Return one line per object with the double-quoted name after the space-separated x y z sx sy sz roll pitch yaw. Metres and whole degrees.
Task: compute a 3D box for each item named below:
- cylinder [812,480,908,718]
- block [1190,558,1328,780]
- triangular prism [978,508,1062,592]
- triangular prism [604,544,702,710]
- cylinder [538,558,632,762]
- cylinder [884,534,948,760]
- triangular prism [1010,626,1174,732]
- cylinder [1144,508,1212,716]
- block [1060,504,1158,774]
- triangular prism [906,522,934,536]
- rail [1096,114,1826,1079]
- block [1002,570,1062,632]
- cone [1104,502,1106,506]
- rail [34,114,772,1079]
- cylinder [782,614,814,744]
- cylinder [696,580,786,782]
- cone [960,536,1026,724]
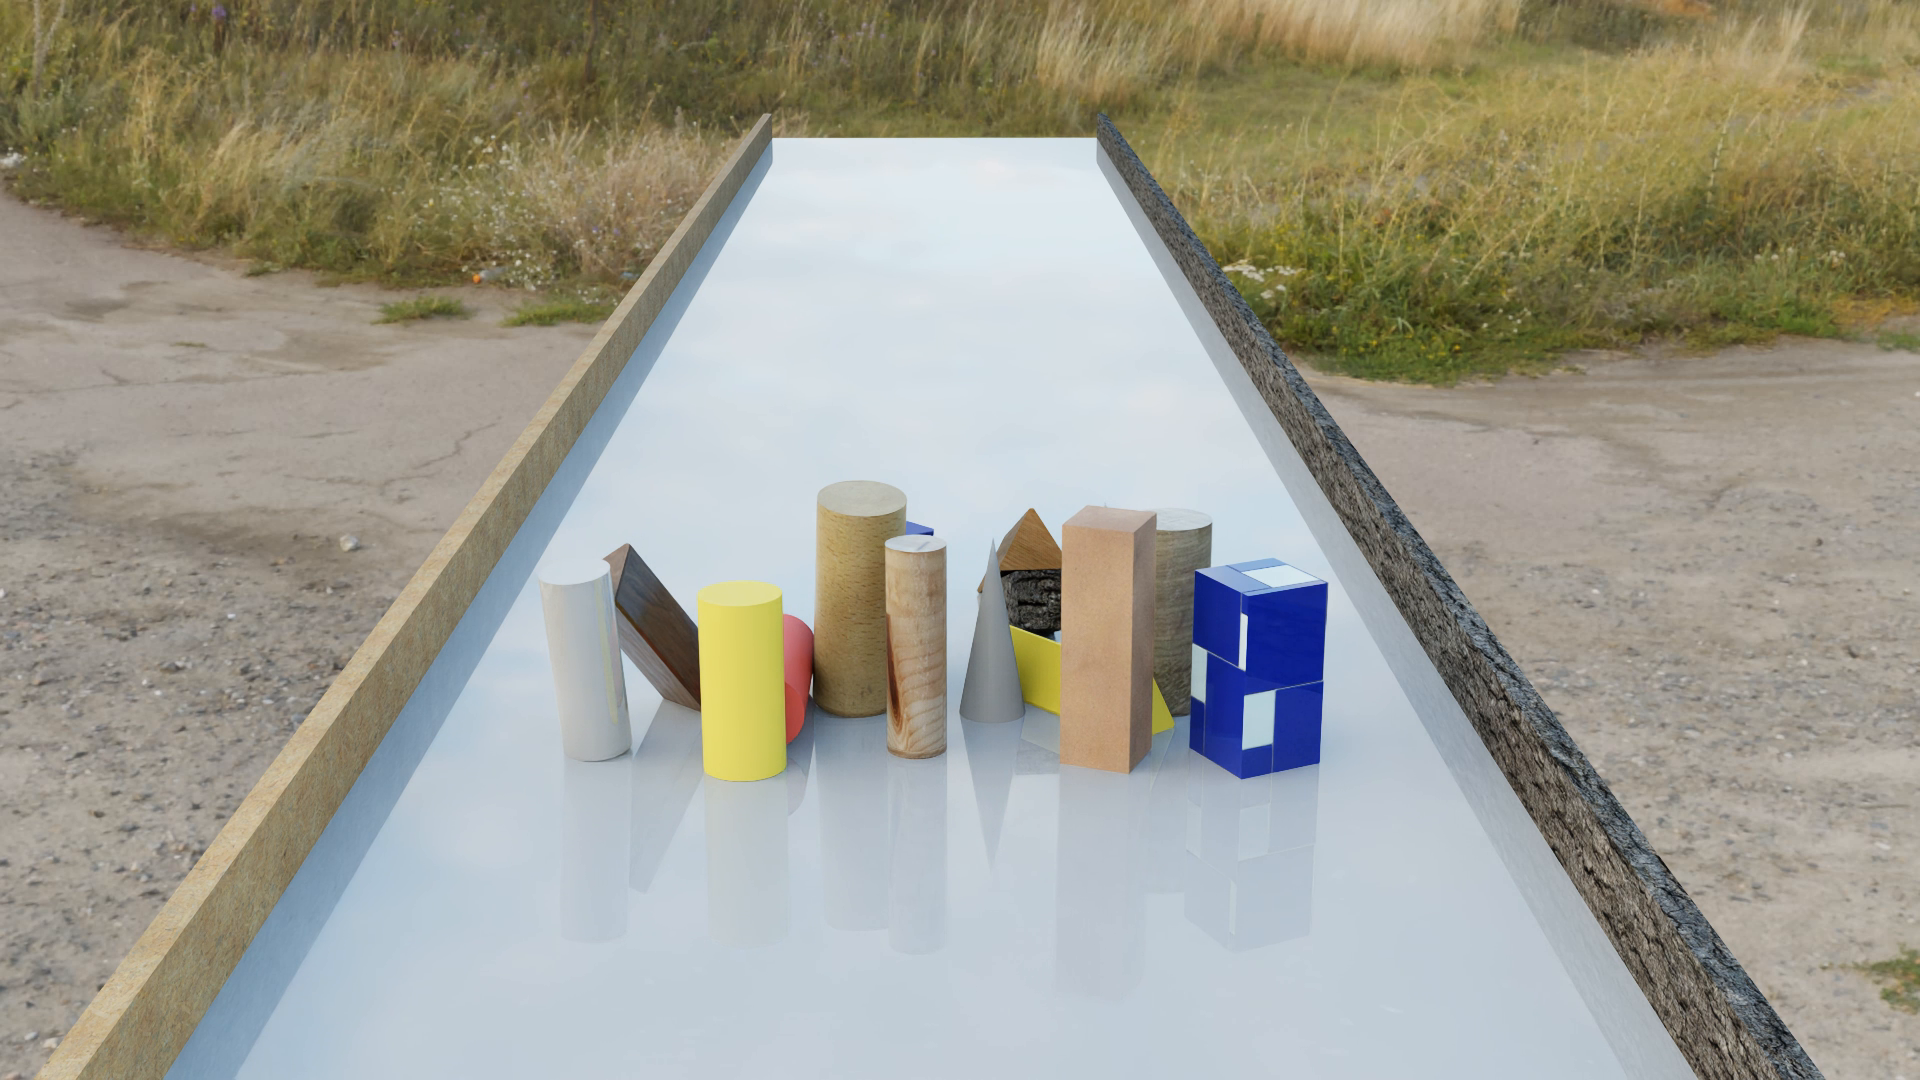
-0.188 0.110 4.096 0.165 0.413 0.165 3 25 -1 "cylinder"
0.526 0.224 3.885 0.166 0.335 0.166 -8 18 -26 "block"
0.127 0.023 4.647 0.142 0.123 0.403 -2 -8 -6 "triangular prism"
-0.560 0.159 4.077 0.134 0.348 0.116 15 60 41 "triangular prism"
-0.662 0.212 3.897 0.125 0.340 0.125 -3 22 1 "cylinder"
-0.077 0.190 3.911 0.109 0.385 0.109 0 17 0 "cylinder"
0.220 0.260 4.153 0.125 0.109 0.396 -13 21 -39 "triangular prism"
0.392 0.135 4.135 0.155 0.363 0.155 0 16 0 "cylinder"
0.260 0.174 3.863 0.129 0.442 0.129 7 19 22 "block"
-0.160 0.107 4.292 0.149 0.310 0.129 -10 29 -31 "triangular prism"
0.932 -0.844 7.801 0.050 0.150 12.000 0 17 -1 "rail"
0.153 0.126 4.428 0.114 0.114 0.308 -2 -4 -6 "block"
0.285 0.082 4.367 0.173 0.332 0.173 0 17 0 "cone"
-1.118 -0.838 7.780 0.050 0.150 12.000 0 17 -1 "rail"
-0.348 0.260 4.107 0.141 0.141 0.354 0 17 0 "cylinder"
-0.380 0.245 3.841 0.147 0.319 0.147 0 16 0 "cylinder"
0.061 0.158 4.092 0.126 0.345 0.126 0 17 0 "cone"
